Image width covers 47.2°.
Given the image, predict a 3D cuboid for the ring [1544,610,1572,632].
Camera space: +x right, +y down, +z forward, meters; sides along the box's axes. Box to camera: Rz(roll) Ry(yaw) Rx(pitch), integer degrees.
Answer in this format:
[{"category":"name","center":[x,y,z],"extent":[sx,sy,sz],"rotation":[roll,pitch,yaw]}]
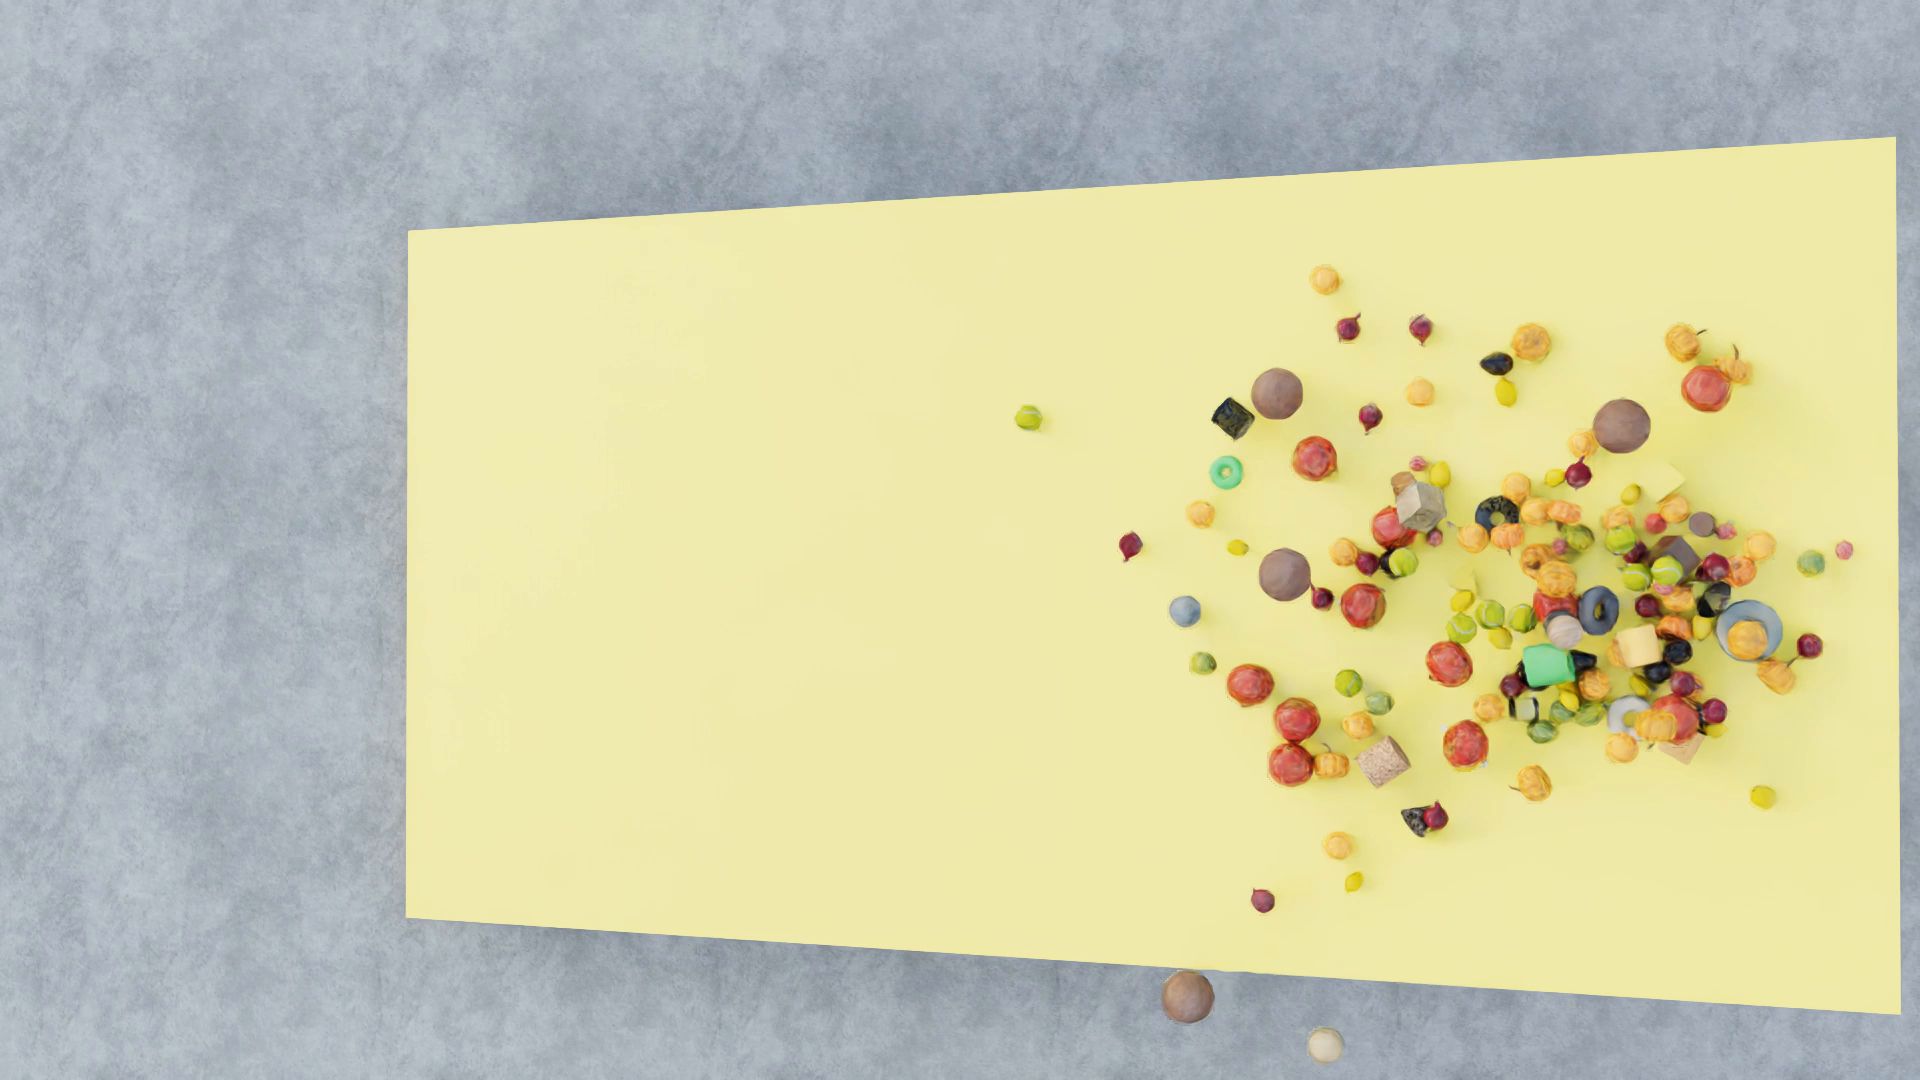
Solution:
[{"category":"ring","center":[1.406,0.202,5.144],"extent":[0.080,0.027,0.080],"rotation":[-3,64,5]}]

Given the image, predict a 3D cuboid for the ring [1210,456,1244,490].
[{"category":"ring","center":[0.672,-0.170,5.545],"extent":[0.087,0.029,0.087],"rotation":[0,89,19]}]

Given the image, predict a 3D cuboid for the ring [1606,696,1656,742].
[{"category":"ring","center":[1.585,0.423,5.194],"extent":[0.113,0.038,0.113],"rotation":[0,90,19]}]

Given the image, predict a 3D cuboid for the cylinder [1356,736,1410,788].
[{"category":"cylinder","center":[1.033,0.542,5.366],"extent":[0.095,0.095,0.095],"rotation":[-38,89,16]}]

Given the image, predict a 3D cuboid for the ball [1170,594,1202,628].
[{"category":"ball","center":[0.569,0.179,5.551],"extent":[0.082,0.082,0.082],"rotation":[0,89,0]}]

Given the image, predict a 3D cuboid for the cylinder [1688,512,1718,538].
[{"category":"cylinder","center":[1.731,-0.036,5.126],"extent":[0.057,0.057,0.057],"rotation":[-2,86,27]}]

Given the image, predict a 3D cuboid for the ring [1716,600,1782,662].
[{"category":"ring","center":[1.825,0.211,5.087],"extent":[0.147,0.049,0.147],"rotation":[-7,74,24]}]

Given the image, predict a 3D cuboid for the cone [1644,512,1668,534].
[{"category":"cone","center":[1.636,-0.039,5.172],"extent":[0.052,0.052,0.052],"rotation":[0,89,20]}]

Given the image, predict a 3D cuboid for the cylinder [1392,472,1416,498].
[{"category":"cylinder","center":[1.085,-0.127,5.363],"extent":[0.058,0.058,0.058],"rotation":[-23,130,0]}]

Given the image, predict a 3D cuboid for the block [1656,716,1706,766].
[{"category":"block","center":[1.684,0.470,5.133],"extent":[0.080,0.080,0.080],"rotation":[30,99,18]}]

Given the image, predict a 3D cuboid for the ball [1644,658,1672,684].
[{"category":"ball","center":[1.638,0.304,5.160],"extent":[0.066,0.066,0.066],"rotation":[0,89,0]}]

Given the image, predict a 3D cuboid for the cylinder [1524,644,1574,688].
[{"category":"cylinder","center":[1.386,0.292,5.174],"extent":[0.098,0.098,0.098],"rotation":[-11,89,23]}]

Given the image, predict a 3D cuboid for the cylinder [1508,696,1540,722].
[{"category":"cylinder","center":[1.347,0.405,5.254],"extent":[0.057,0.057,0.057],"rotation":[-5,89,-5]}]

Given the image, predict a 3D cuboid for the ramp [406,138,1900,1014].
[{"category":"ramp","center":[0.281,0.089,5.756],"extent":[4.000,0.100,2.000],"rotation":[0,89,20]}]

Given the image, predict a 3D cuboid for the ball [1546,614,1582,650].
[{"category":"ball","center":[1.398,0.214,5.084],"extent":[0.081,0.081,0.081],"rotation":[0,89,0]}]

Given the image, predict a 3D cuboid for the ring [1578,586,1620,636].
[{"category":"ring","center":[1.507,0.168,5.193],"extent":[0.120,0.040,0.120],"rotation":[-4,99,-30]}]

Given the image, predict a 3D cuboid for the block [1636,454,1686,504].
[{"category":"block","center":[1.643,-0.143,5.156],"extent":[0.081,0.081,0.081],"rotation":[-40,76,15]}]

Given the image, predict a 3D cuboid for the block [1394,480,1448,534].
[{"category":"block","center":[1.111,-0.080,5.300],"extent":[0.081,0.081,0.081],"rotation":[16,49,-24]}]

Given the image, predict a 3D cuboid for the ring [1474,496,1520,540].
[{"category":"ring","center":[1.295,-0.053,5.305],"extent":[0.109,0.036,0.109],"rotation":[1,93,28]}]

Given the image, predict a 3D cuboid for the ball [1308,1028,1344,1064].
[{"category":"ball","center":[0.910,1.257,5.469],"extent":[0.088,0.088,0.088],"rotation":[0,89,0]}]

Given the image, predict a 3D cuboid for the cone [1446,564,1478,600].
[{"category":"cone","center":[1.233,0.114,5.329],"extent":[0.080,0.080,0.080],"rotation":[-37,105,0]}]

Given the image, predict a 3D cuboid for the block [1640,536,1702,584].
[{"category":"block","center":[1.656,0.047,5.122],"extent":[0.081,0.081,0.081],"rotation":[-42,97,-10]}]

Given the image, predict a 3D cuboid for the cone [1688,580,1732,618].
[{"category":"cone","center":[1.720,0.117,5.105],"extent":[0.095,0.095,0.095],"rotation":[-12,122,-20]}]

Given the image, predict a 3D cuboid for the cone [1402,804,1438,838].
[{"category":"cone","center":[1.135,0.668,5.357],"extent":[0.084,0.084,0.084],"rotation":[-34,89,-10]}]
